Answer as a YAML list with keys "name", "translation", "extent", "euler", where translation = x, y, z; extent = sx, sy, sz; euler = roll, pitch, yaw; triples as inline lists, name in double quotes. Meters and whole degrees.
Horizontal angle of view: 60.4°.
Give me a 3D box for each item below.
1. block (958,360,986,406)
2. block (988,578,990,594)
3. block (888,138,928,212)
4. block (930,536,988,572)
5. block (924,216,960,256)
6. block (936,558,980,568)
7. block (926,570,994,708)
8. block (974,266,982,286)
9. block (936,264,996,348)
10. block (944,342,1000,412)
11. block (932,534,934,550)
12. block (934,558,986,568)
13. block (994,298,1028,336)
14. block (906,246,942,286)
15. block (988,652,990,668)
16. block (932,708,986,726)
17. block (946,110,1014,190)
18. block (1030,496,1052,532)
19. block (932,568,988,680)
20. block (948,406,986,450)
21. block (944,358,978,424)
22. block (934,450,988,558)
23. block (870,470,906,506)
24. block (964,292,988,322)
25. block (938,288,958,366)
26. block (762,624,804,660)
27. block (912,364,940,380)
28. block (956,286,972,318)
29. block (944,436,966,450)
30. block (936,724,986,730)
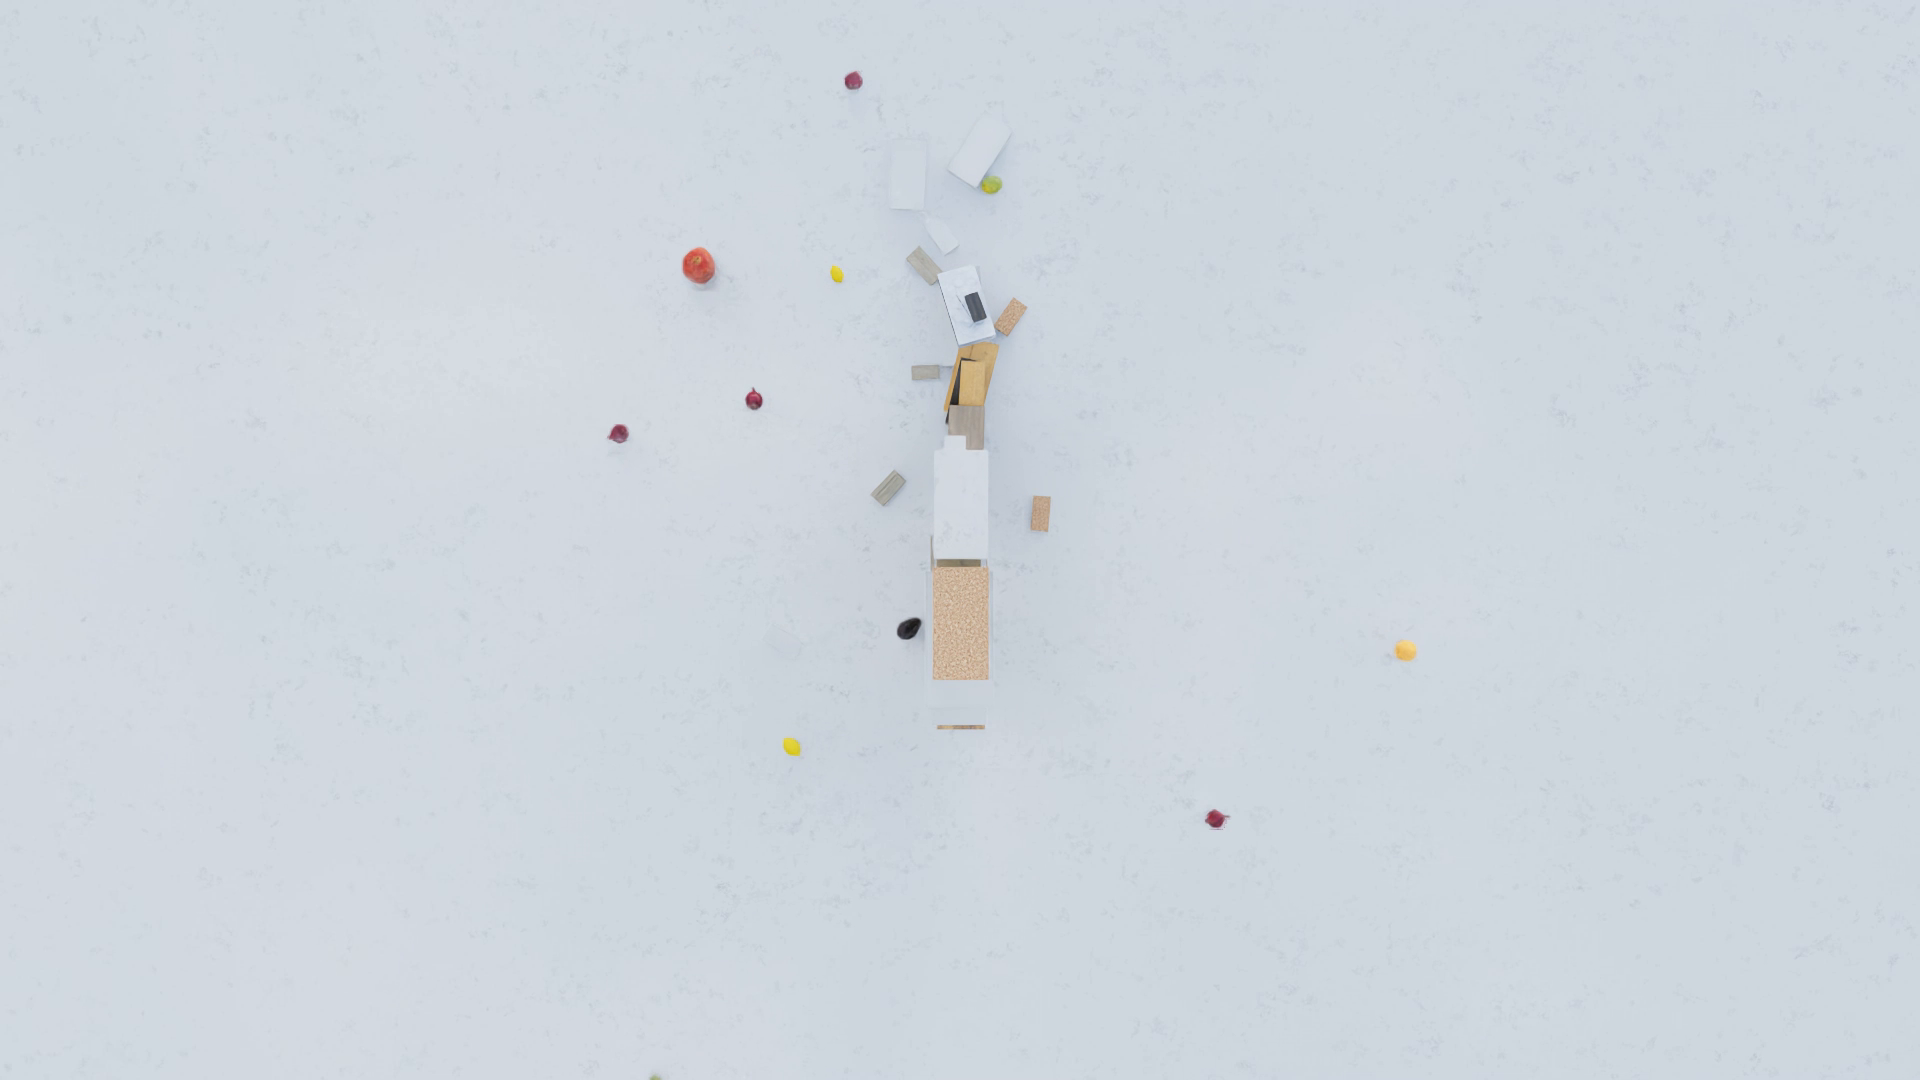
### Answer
- name: "block"
  translation: [0.039, -0.507, 5.408]
  extent: [0.079, 0.022, 0.158]
  euler: [3, 101, -1]
- name: "block"
  translation: [0.003, 0.105, 3.925]
  extent: [0.129, 0.257, 0.036]
  euler: [0, 90, 0]
- name: "block"
  translation: [-0.173, -1.213, 5.484]
  extent: [0.116, 0.033, 0.232]
  euler: [2, 90, 0]
- name: "block"
  translation: [-0.003, 0.152, 4.789]
  extent: [0.165, 0.047, 0.329]
  euler: [0, 90, 0]
- name: "block"
  translation: [-0.062, -1.015, 5.491]
  extent: [0.062, 0.017, 0.123]
  euler: [-36, 90, 0]
- name: "block"
  translation: [-0.003, -0.042, 4.208]
  extent: [0.113, 0.032, 0.226]
  euler: [0, 90, 0]
- name: "block"
  translation: [-0.001, 0.244, 4.077]
  extent: [0.167, 0.047, 0.334]
  euler: [0, 90, 0]
- name: "block"
  translation: [0.040, -0.848, 5.491]
  extent: [0.062, 0.017, 0.123]
  euler: [-5, 90, 0]
- name: "block"
  translation: [0.021, -0.767, 5.411]
  extent: [0.127, 0.036, 0.254]
  euler: [-16, 79, -3]
- name: "block"
  translation: [0.037, -0.537, 5.455]
  extent: [0.127, 0.036, 0.254]
  euler: [14, 101, -3]
- name: "block"
  translation: [-0.003, 0.010, 4.064]
  extent: [0.128, 0.257, 0.036]
  euler: [5, 90, 0]
- name: "block"
  translation: [0.001, 0.064, 4.469]
  extent: [0.138, 0.039, 0.276]
  euler: [0, 90, 0]
- name: "block"
  translation: [0.168, -0.743, 5.492]
  extent: [0.058, 0.016, 0.117]
  euler: [35, 90, 0]
- name: "block"
  translation: [-0.116, -0.912, 5.491]
  extent: [0.062, 0.017, 0.123]
  euler: [-43, 90, 0]
- name: "block"
  translation: [0.003, 0.277, 3.925]
  extent: [0.129, 0.257, 0.036]
  euler: [0, 90, 0]
- name: "block"
  translation: [-0.003, 0.352, 4.455]
  extent: [0.145, 0.041, 0.290]
  euler: [0, 90, 0]
- name: "block"
  translation: [0.068, -1.295, 5.484]
  extent: [0.116, 0.033, 0.232]
  euler: [33, 90, 0]
- name: "block"
  translation: [0.269, -0.088, 5.492]
  extent: [0.058, 0.016, 0.116]
  euler: [5, 90, 0]
- name: "block"
  translation: [0.002, 0.191, 3.778]
  extent: [0.129, 0.036, 0.257]
  euler: [0, 90, 0]
- name: "block"
  translation: [0.020, -0.331, 5.336]
  extent: [0.116, 0.033, 0.246]
  euler: [2, 53, 1]
- name: "block"
  translation: [0.015, -0.484, 5.435]
  extent: [0.079, 0.022, 0.224]
  euler: [13, 101, -3]
- name: "block"
  translation: [0.002, -0.084, 3.917]
  extent: [0.128, 0.036, 0.256]
  euler: [0, 90, 0]
- name: "block"
  translation: [-0.238, -0.173, 5.492]
  extent: [0.058, 0.016, 0.116]
  euler: [43, 90, 0]
- name: "block"
  translation: [0.051, -0.758, 5.370]
  extent: [0.046, 0.013, 0.093]
  euler: [-19, 79, -3]
- name: "block"
  translation: [-0.002, -0.707, 5.471]
  extent: [0.127, 0.036, 0.254]
  euler: [-3, 95, 0]
- name: "block"
  translation: [-0.590, 0.338, 5.491]
  extent: [0.125, 0.018, 0.063]
  euler: [33, 90, 0]
- name: "block"
  translation: [-0.115, -0.559, 5.493]
  extent: [0.093, 0.013, 0.046]
  euler: [-3, 90, 0]
- name: "block"
  translation: [0.030, -0.777, 5.387]
  extent: [0.046, 0.013, 0.093]
  euler: [-31, 80, -5]
- name: "block"
  translation: [-0.014, -0.247, 4.891]
  extent: [0.062, 0.018, 0.124]
  euler: [0, 90, 0]
- name: "block"
  translation: [0.003, 0.442, 5.177]
  extent: [0.151, 0.043, 0.302]
  euler: [0, 90, 0]
